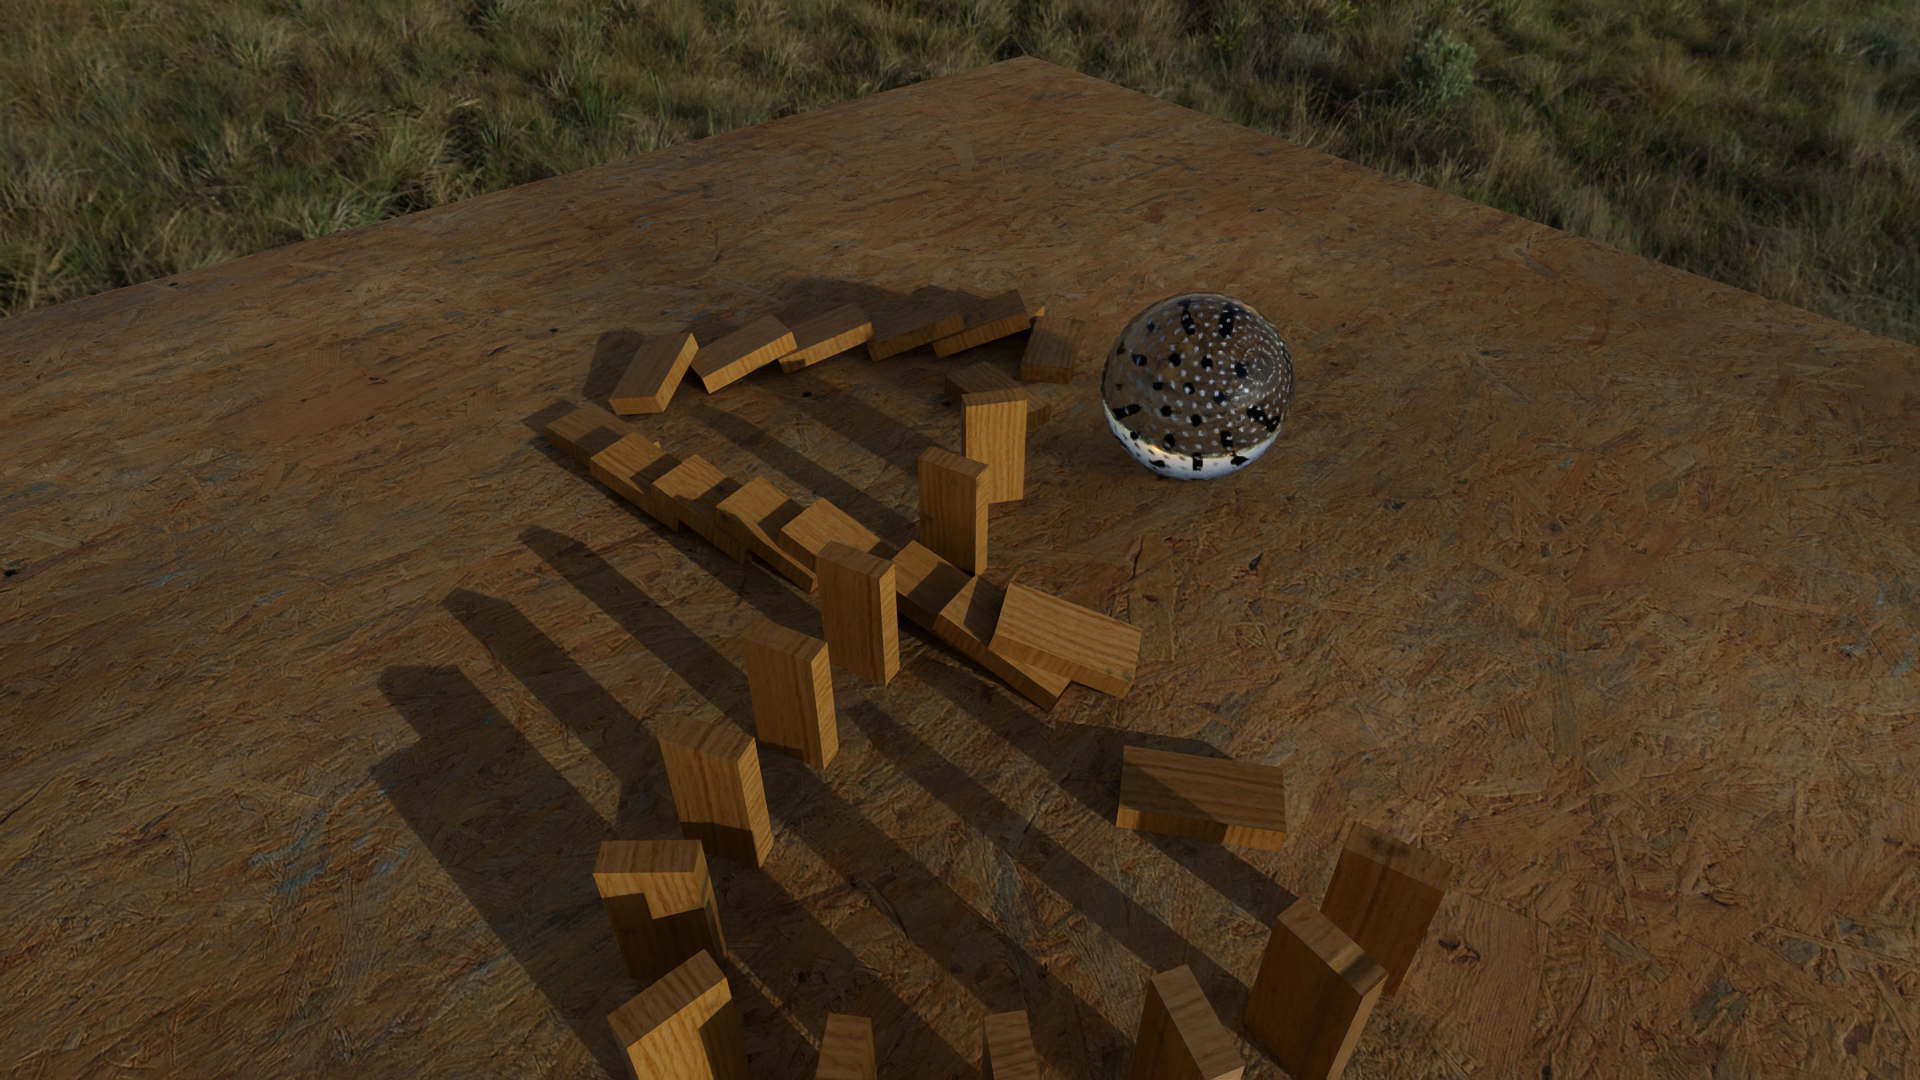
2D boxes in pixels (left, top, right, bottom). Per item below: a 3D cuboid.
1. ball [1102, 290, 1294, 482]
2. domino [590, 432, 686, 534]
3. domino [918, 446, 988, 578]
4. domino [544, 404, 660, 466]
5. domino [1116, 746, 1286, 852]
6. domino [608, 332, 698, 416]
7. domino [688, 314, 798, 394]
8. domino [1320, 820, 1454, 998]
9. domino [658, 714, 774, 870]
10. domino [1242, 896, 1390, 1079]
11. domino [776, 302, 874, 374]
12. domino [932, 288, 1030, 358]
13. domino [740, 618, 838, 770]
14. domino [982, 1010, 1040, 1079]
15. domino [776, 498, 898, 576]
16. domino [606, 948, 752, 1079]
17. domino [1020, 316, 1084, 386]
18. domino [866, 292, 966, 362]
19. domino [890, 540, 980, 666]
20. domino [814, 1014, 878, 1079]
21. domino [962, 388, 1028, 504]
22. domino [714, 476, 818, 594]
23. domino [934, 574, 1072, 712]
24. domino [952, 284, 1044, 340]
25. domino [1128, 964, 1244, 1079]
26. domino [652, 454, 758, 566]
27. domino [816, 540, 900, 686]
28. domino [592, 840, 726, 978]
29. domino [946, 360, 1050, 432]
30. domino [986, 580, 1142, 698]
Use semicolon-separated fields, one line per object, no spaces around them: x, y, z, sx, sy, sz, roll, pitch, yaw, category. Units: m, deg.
0.100;-0.065;0.467;0.080;0.080;0.080;0;39;0;ball
-0.129;-0.025;0.466;0.050;0.009;0.025;32;48;17;domino
-0.003;-0.010;0.423;0.025;0.050;0.010;20;43;23;domino
-0.161;-0.044;0.498;0.050;0.009;0.025;27;47;29;domino
0.075;0.081;0.345;0.050;0.010;0.025;7;40;8;domino
-0.148;-0.081;0.534;0.025;0.009;0.050;-1;46;16;domino
-0.109;-0.093;0.548;0.050;0.010;0.025;-31;45;-16;domino
0.110;0.098;0.291;0.025;0.050;0.010;21;44;24;domino
-0.070;0.074;0.321;0.025;0.050;0.010;13;41;16;domino
0.087;0.114;0.273;0.009;0.050;0.025;-26;46;-28;domino
-0.072;-0.103;0.562;0.050;0.009;0.025;-24;44;-9;domino
0.009;-0.112;0.569;0.050;0.010;0.025;-18;41;5;domino
-0.054;0.050;0.351;0.025;0.050;0.009;17;42;20;domino
0.012;0.132;0.250;0.010;0.050;0.025;-5;40;-6;domino
-0.043;0.007;0.423;0.050;0.010;0.025;36;49;12;domino
-0.066;0.122;0.263;0.025;0.050;0.009;-29;47;-31;domino
0.048;-0.097;0.562;0.025;0.010;0.050;8;40;10;domino
-0.024;-0.110;0.567;0.050;0.010;0.025;-19;40;3;domino
-0.005;0.023;0.407;0.050;0.010;0.025;32;48;16;domino
-0.026;0.132;0.250;0.009;0.050;0.025;4;39;5;domino
0.014;-0.038;0.458;0.025;0.050;0.010;-8;40;-9;domino
-0.070;-0.003;0.436;0.050;0.010;0.025;35;49;13;domino
0.018;0.036;0.388;0.050;0.010;0.025;35;48;12;domino
0.017;-0.123;0.594;0.050;0.009;0.025;20;44;23;domino
0.052;0.125;0.259;0.010;0.050;0.025;-13;41;-16;domino
-0.098;-0.013;0.449;0.050;0.010;0.025;34;48;14;domino
-0.035;0.026;0.380;0.025;0.050;0.010;19;43;22;domino
-0.078;0.099;0.291;0.025;0.050;0.010;0;39;-1;domino
0.018;-0.068;0.526;0.025;0.010;0.050;-25;45;-27;domino
0.037;0.034;0.383;0.050;0.010;0.025;20;47;-2;domino
